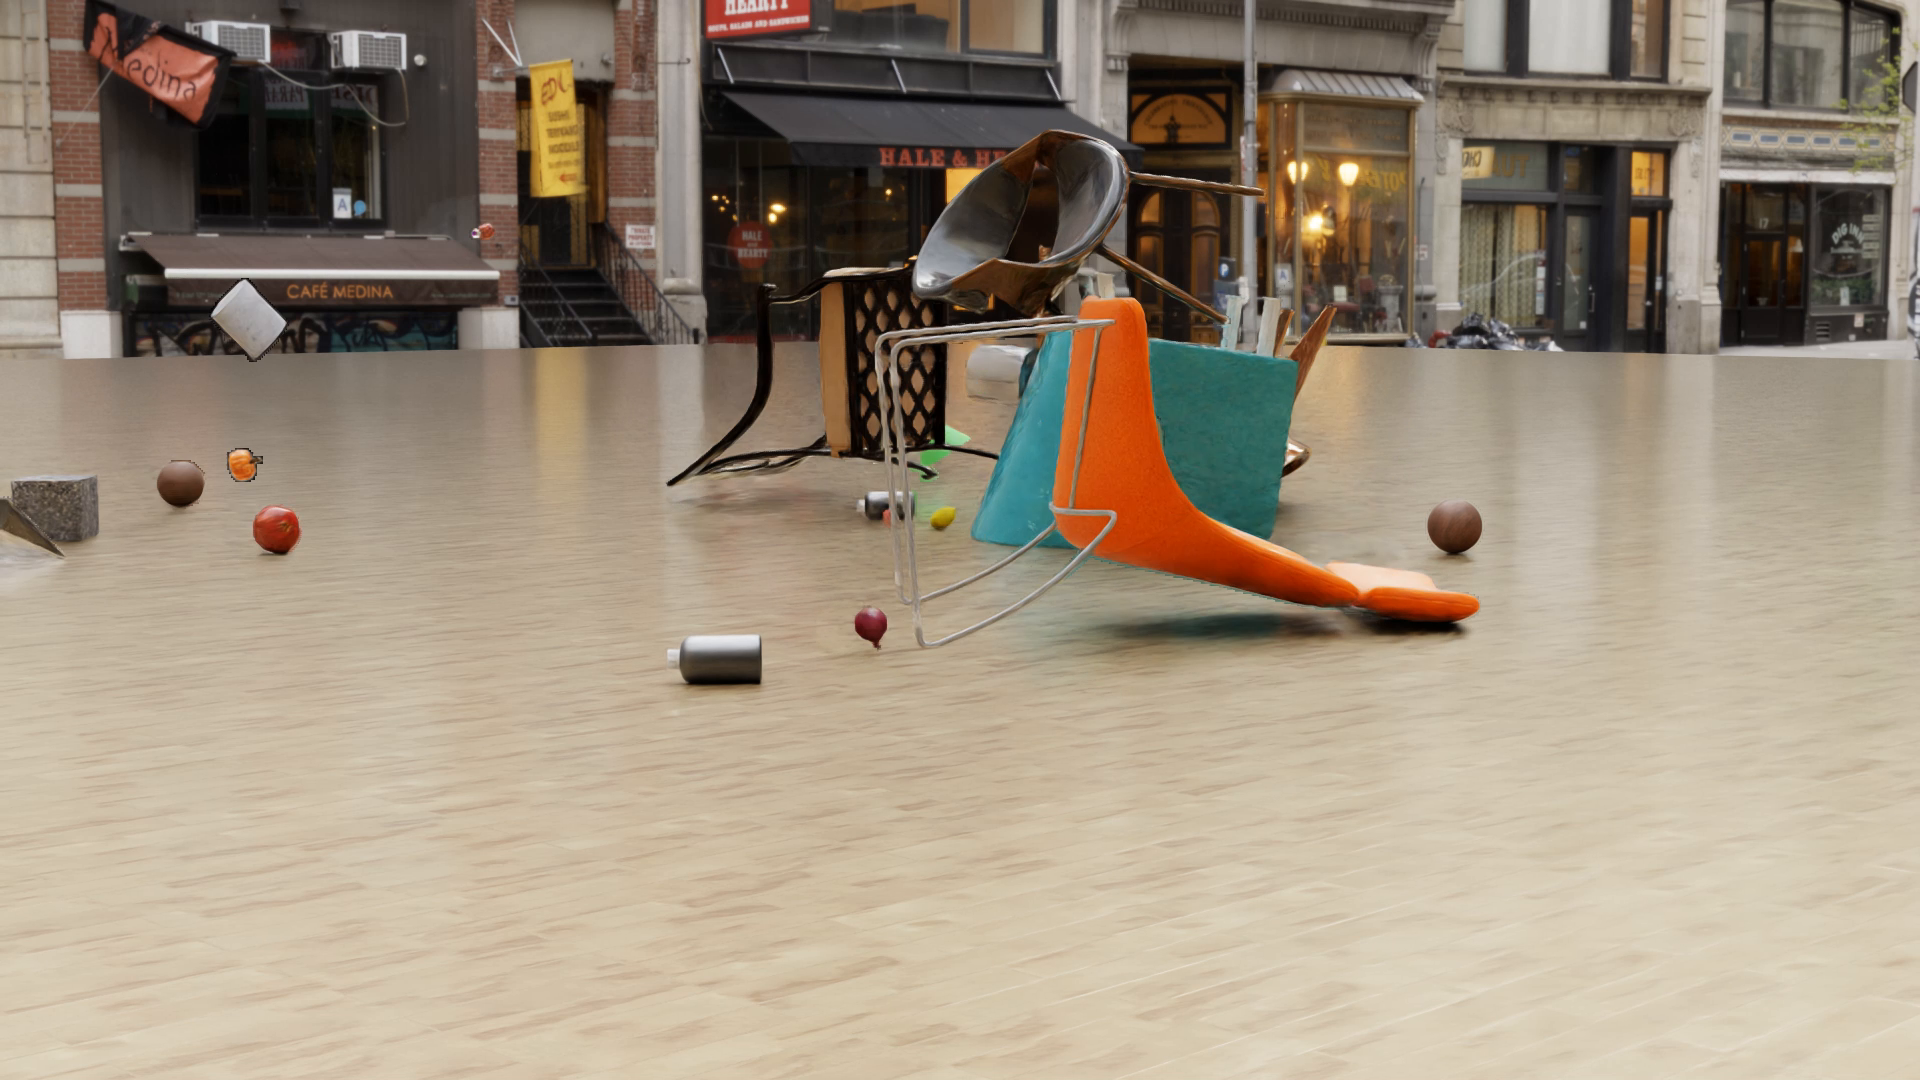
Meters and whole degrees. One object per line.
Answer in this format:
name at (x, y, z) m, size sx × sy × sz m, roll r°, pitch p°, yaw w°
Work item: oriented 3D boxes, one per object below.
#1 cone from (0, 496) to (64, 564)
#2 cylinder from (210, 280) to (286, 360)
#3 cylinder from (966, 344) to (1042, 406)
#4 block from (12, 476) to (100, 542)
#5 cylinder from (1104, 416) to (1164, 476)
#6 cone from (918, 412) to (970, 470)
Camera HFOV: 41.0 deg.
cone at (-2.156, 0.012, 5.892) m, size 0.243 × 0.123 × 0.254 m, roll -33°, pitch -29°, yaw 21°
cylinder at (-1.481, -0.460, 5.343) m, size 0.067 × 0.122 × 0.122 m, roll -19°, pitch 32°, yaw 37°
cylinder at (0.117, -0.439, 6.837) m, size 0.174 × 0.159 × 0.107 m, roll 7°, pitch -6°, yaw 35°
block at (-2.278, -0.081, 6.463) m, size 0.167 × 0.151 × 0.170 m, roll -1°, pitch 6°, yaw -5°
cylinder at (0.412, -0.220, 6.068) m, size 0.119 × 0.128 × 0.095 m, roll -7°, pitch 0°, yaw 16°
cone at (-0.094, -0.365, 8.699) m, size 0.198 × 0.170 × 0.213 m, roll -36°, pitch 7°, yaw -32°
